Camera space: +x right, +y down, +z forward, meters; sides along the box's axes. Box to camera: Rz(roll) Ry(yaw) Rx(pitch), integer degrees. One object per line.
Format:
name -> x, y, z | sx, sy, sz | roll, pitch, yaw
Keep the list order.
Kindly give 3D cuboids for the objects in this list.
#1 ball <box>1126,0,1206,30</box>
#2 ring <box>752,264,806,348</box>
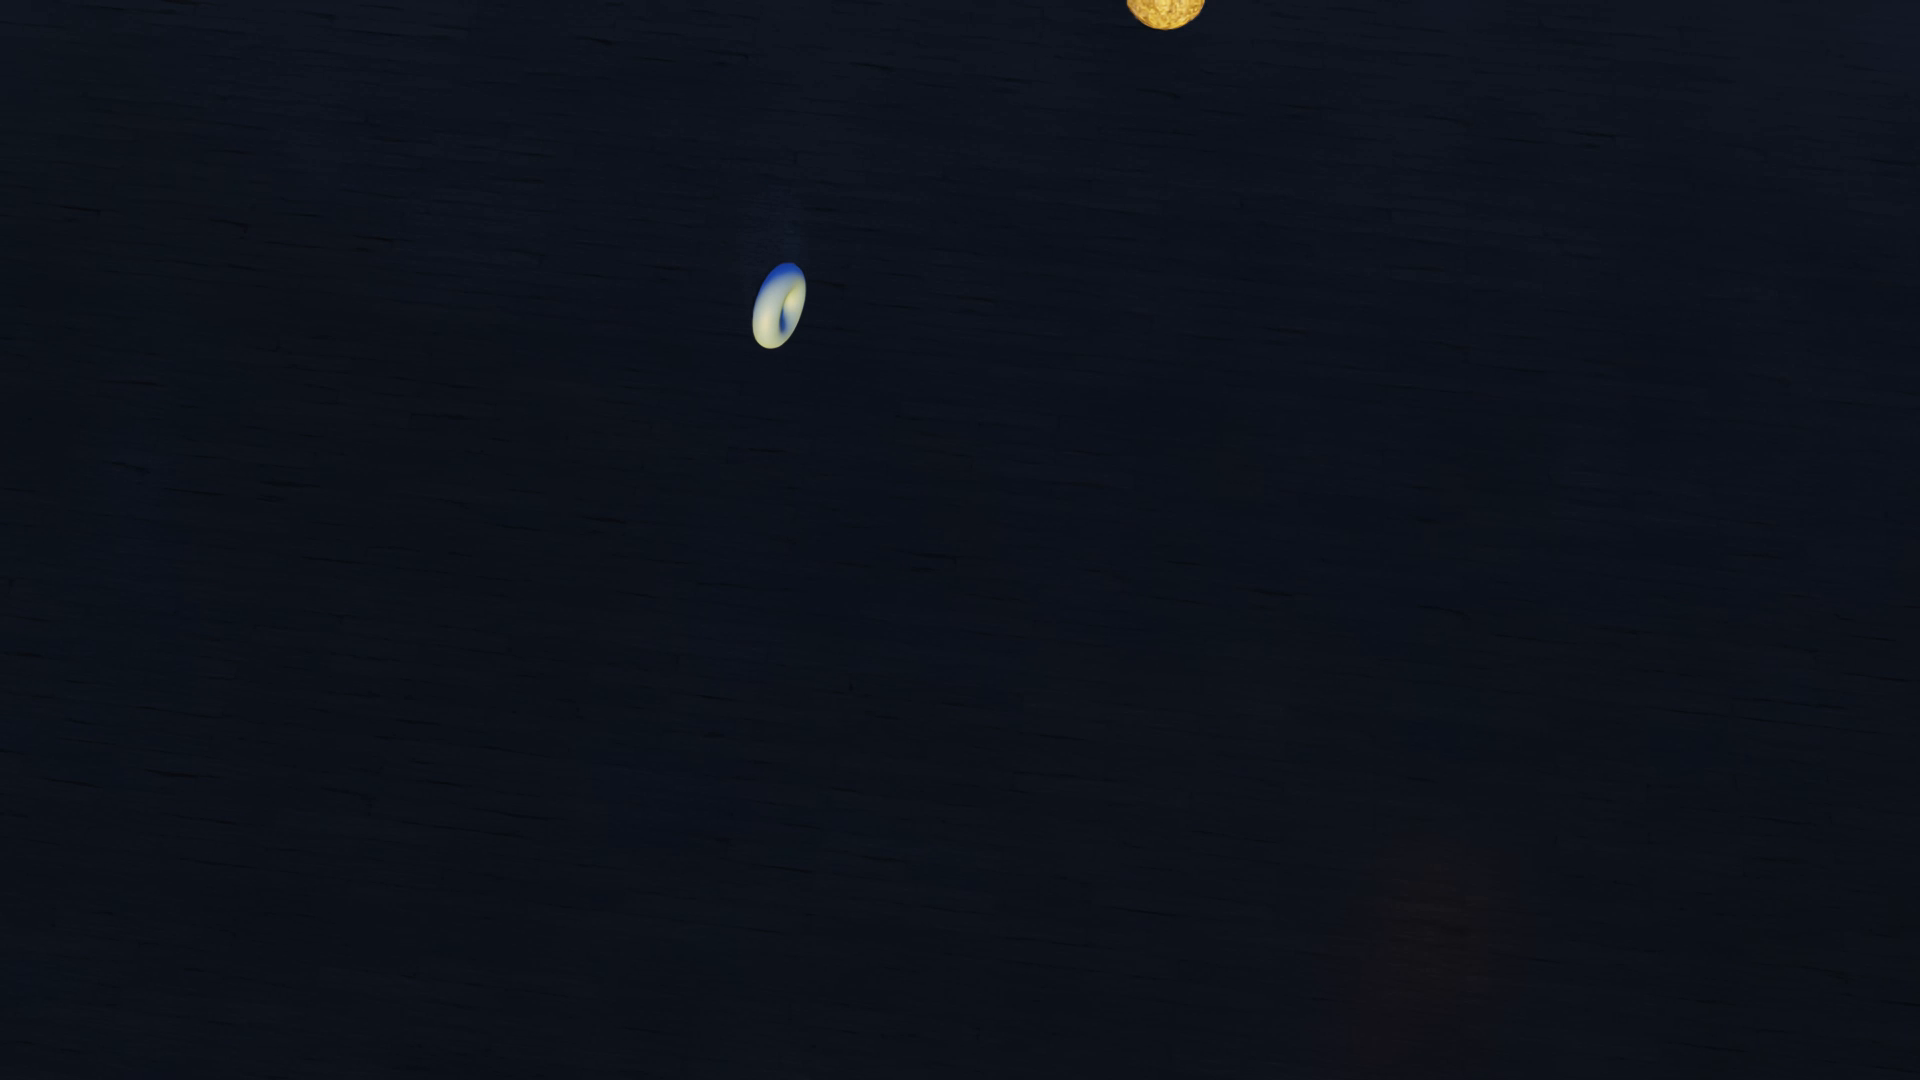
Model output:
ball -> 0.493, -1.324, 5.263 | 0.203, 0.203, 0.203 | 0, 56, 0
ring -> -0.335, -0.434, 4.077 | 0.051, 0.165, 0.157 | 20, 18, 14
